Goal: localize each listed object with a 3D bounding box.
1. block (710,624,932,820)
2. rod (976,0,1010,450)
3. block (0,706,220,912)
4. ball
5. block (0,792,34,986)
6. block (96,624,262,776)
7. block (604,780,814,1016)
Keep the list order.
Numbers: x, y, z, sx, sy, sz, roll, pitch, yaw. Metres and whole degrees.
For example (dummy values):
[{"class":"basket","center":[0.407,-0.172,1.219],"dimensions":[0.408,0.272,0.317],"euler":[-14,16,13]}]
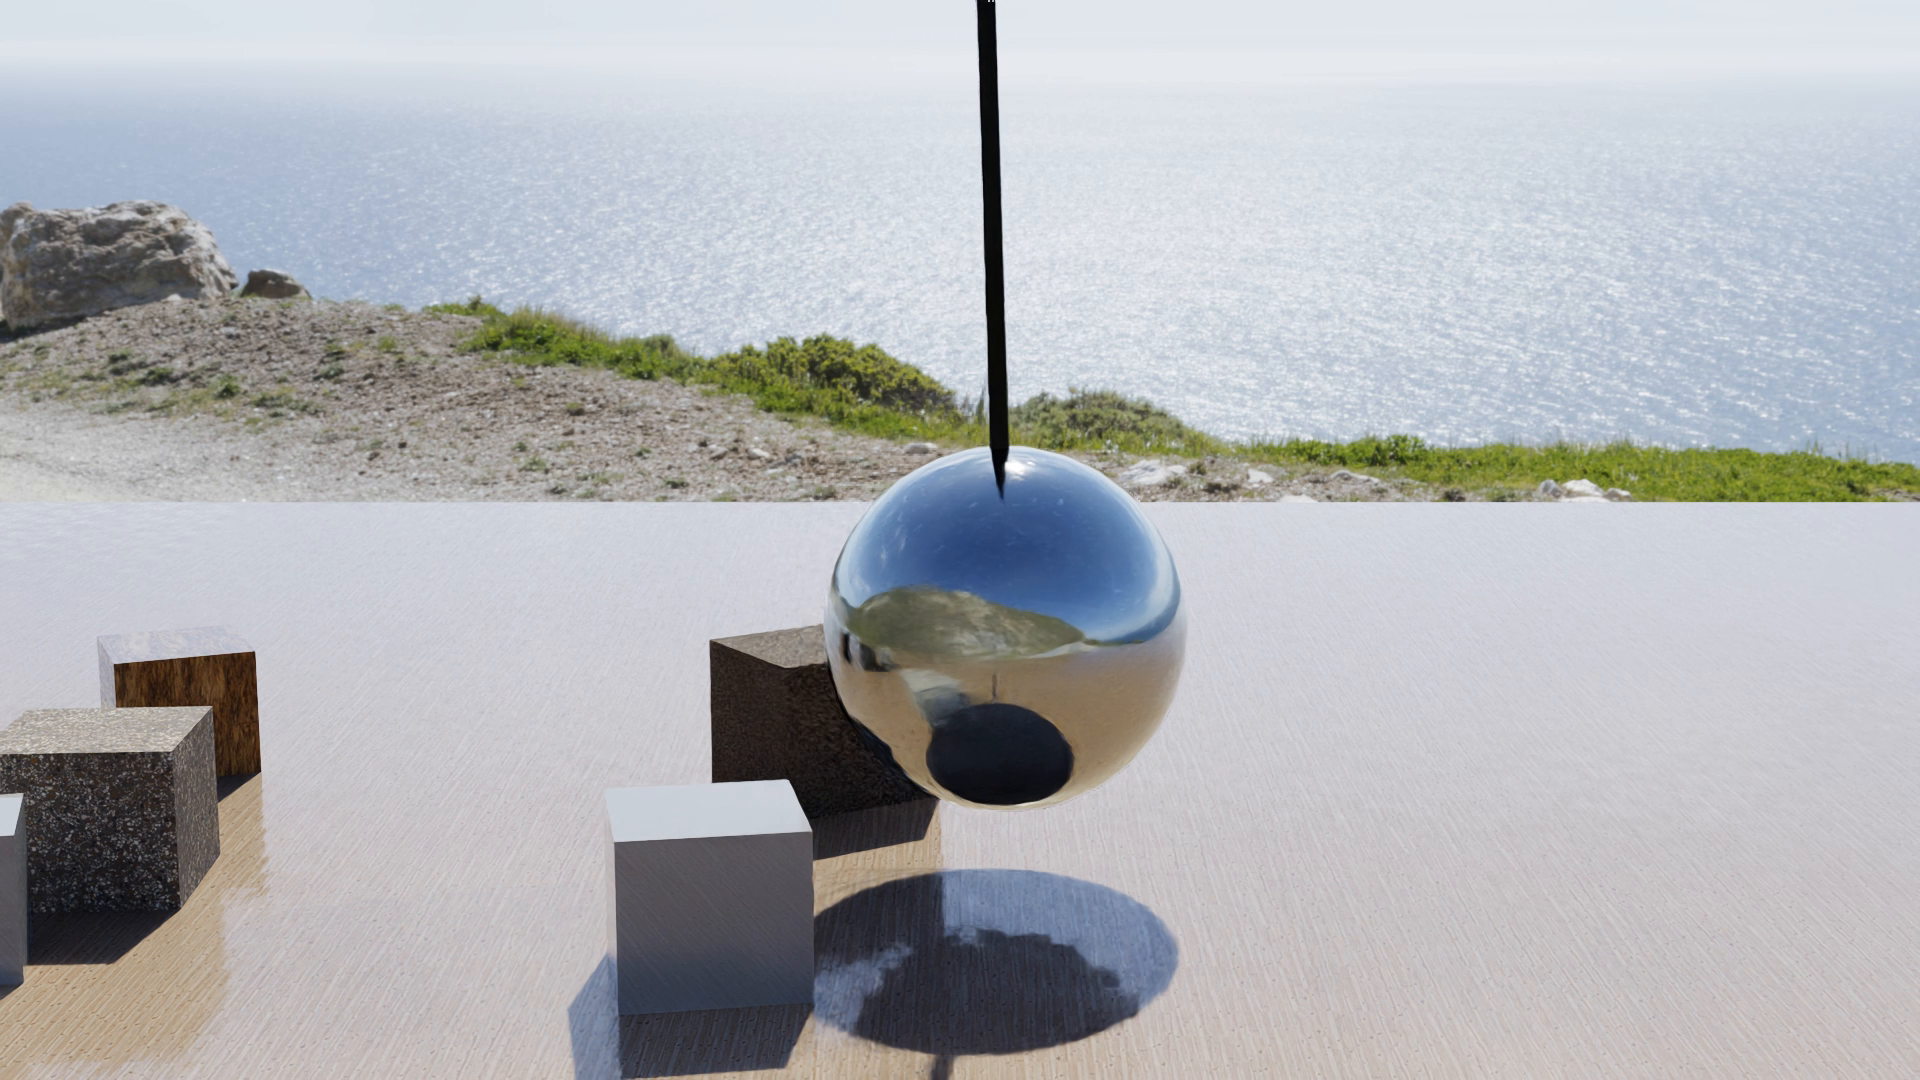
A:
[{"class":"block","center":[-0.665,0.875,12.641],"dimensions":[0.869,0.756,0.749],"euler":[-7,12,-33]},{"class":"rod","center":[0.086,-2.957,10.643],"dimensions":[0.080,5.200,0.080],"euler":[-2,10,0]},{"class":"block","center":[-3.749,1.166,11.212],"dimensions":[0.815,0.695,0.785],"euler":[-1,10,-4]},{"class":"ball","center":[0.198,0.386,11.251],"dimensions":[1.600,1.600,1.600],"euler":[0,10,0]},{"class":"block","center":[-4.072,1.402,10.178],"dimensions":[0.675,0.601,0.617],"euler":[-3,11,-16]},{"class":"block","center":[-4.019,0.839,13.192],"dimensions":[0.686,0.629,0.706],"euler":[-5,11,-24]},{"class":"block","center":[-0.993,1.384,10.052],"dimensions":[0.746,0.680,0.737],"euler":[-2,10,-11]}]
